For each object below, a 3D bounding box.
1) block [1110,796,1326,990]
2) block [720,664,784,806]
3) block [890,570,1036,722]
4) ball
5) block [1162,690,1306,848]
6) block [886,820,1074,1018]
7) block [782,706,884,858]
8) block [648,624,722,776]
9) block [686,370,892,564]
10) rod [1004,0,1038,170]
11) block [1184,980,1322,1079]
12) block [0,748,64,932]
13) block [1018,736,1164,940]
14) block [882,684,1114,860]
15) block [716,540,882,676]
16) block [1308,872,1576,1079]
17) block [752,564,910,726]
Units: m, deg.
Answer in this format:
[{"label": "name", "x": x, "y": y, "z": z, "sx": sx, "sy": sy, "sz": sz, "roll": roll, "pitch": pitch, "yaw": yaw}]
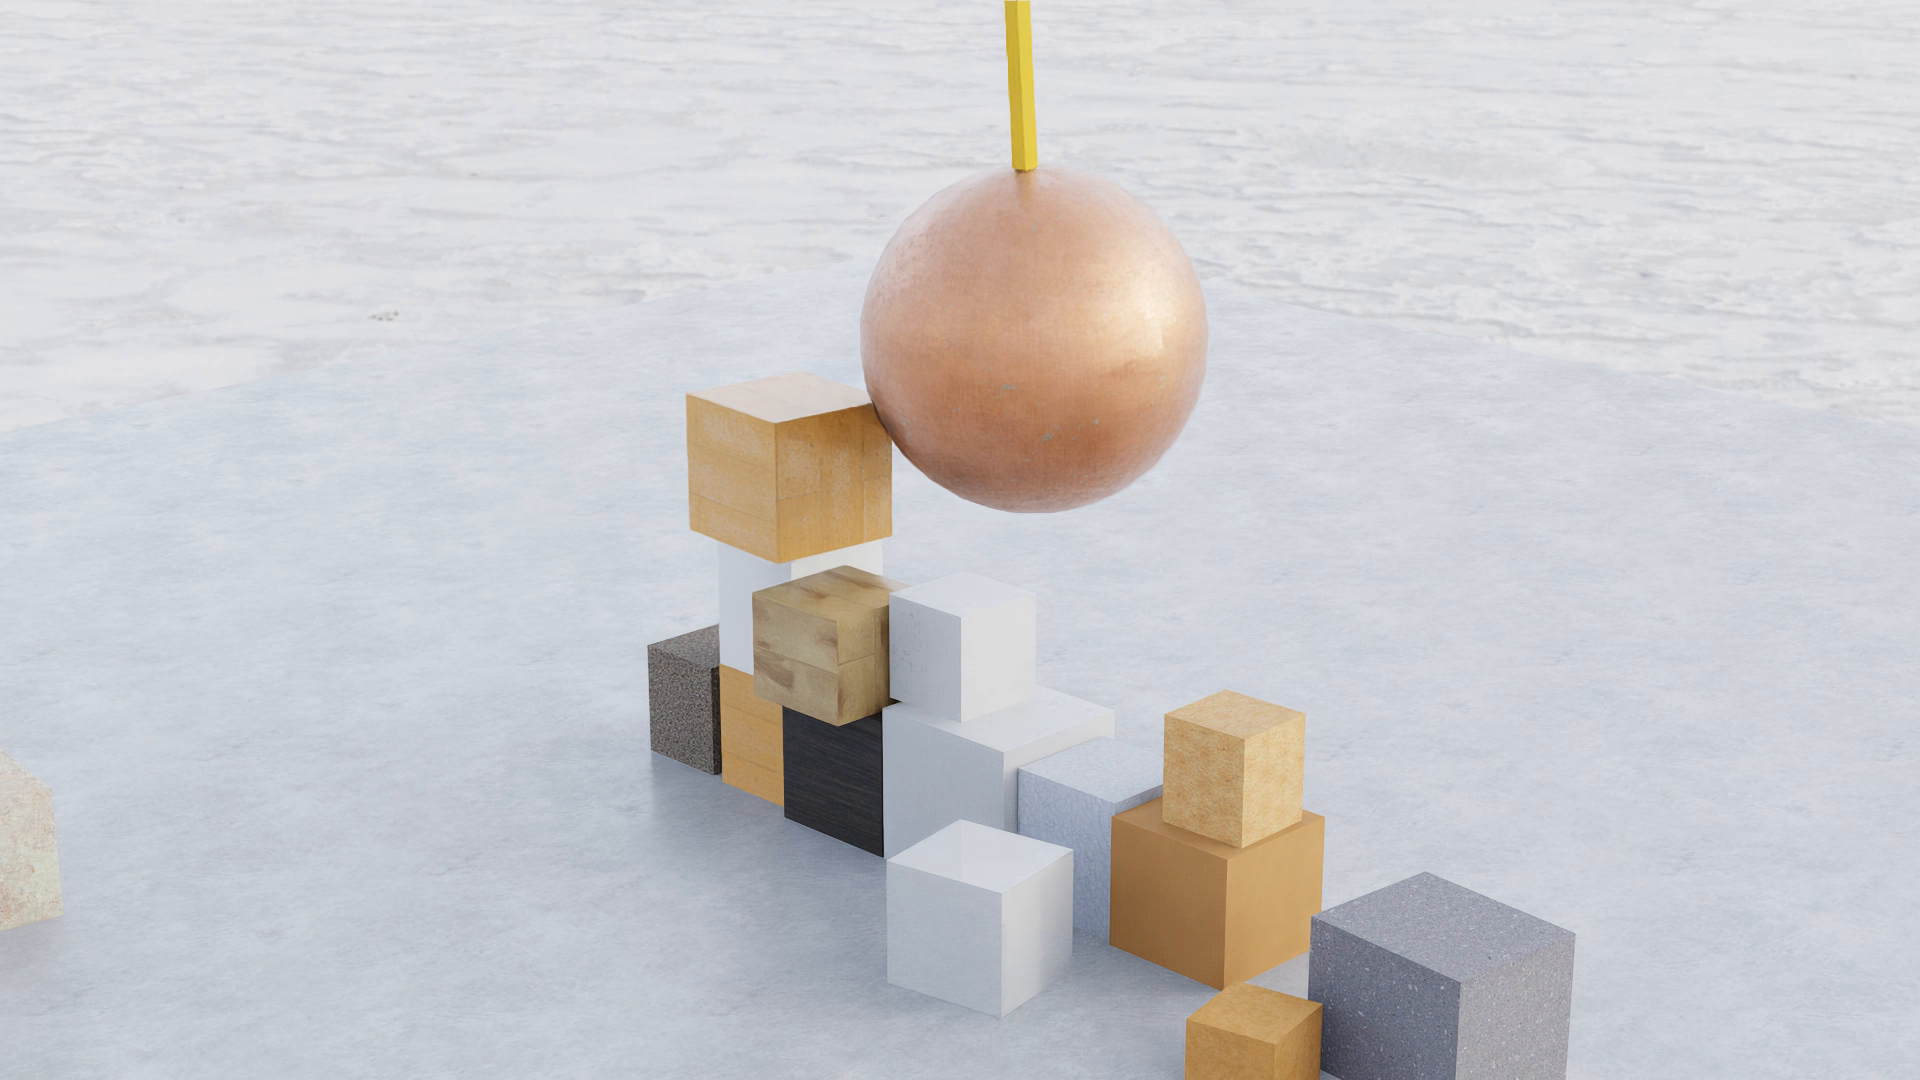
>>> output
[{"label": "block", "x": 1.107, "y": 1.473, "z": 12.654, "sx": 0.646, "sy": 0.602, "sz": 0.648, "roll": -17, "pitch": 24, "yaw": -42}, {"label": "block", "x": -0.795, "y": 0.902, "z": 14.435, "sx": 0.538, "sy": 0.624, "sz": 0.544, "roll": -17, "pitch": 24, "yaw": -42}, {"label": "block", "x": 0.012, "y": 0.485, "z": 13.472, "sx": 0.482, "sy": 0.504, "sz": 0.468, "roll": -17, "pitch": 24, "yaw": -42}, {"label": "ball", "x": 0.337, "y": -0.919, "z": 13.406, "sx": 1.600, "sy": 1.600, "sz": 1.600, "roll": 0, "pitch": 17, "yaw": 0}, {"label": "block", "x": 1.162, "y": 0.966, "z": 12.451, "sx": 0.429, "sy": 0.487, "sz": 0.415, "roll": 16, "pitch": 23, "yaw": 41}, {"label": "block", "x": 0.086, "y": 1.586, "z": 12.366, "sx": 0.579, "sy": 0.558, "sz": 0.541, "roll": 12, "pitch": 21, "yaw": 33}, {"label": "block", "x": -0.335, "y": 1.005, "z": 14.027, "sx": 0.683, "sy": 0.672, "sz": 0.759, "roll": 17, "pitch": 24, "yaw": 42}, {"label": "block", "x": -1.226, "y": 0.799, "z": 14.857, "sx": 0.497, "sy": 0.566, "sz": 0.492, "roll": -17, "pitch": 24, "yaw": -42}, {"label": "block", "x": -0.818, "y": -0.359, "z": 14.038, "sx": 0.685, "sy": 0.680, "sz": 0.720, "roll": -14, "pitch": 22, "yaw": -37}, {"label": "rod", "x": 0.146, "y": -4.095, "z": 12.208, "sx": 0.080, "sy": 5.200, "sz": 0.080, "roll": 17, "pitch": 29, "yaw": 42}, {"label": "block", "x": 1.144, "y": 1.994, "z": 11.424, "sx": 0.383, "sy": 0.346, "sz": 0.405, "roll": 11, "pitch": 21, "yaw": 31}, {"label": "block", "x": -4.416, "y": 1.363, "z": 12.997, "sx": 0.621, "sy": 0.606, "sz": 0.598, "roll": -13, "pitch": 22, "yaw": -36}, {"label": "block", "x": 0.657, "y": 1.321, "z": 13.057, "sx": 0.555, "sy": 0.651, "sz": 0.573, "roll": -17, "pitch": 24, "yaw": -42}, {"label": "block", "x": 0.176, "y": 1.130, "z": 13.505, "sx": 0.728, "sy": 0.746, "sz": 0.772, "roll": -17, "pitch": 24, "yaw": -42}, {"label": "block", "x": -0.775, "y": 0.278, "z": 14.260, "sx": 0.538, "sy": 0.669, "sz": 0.590, "roll": 16, "pitch": 24, "yaw": 42}, {"label": "block", "x": 1.883, "y": 1.805, "z": 11.539, "sx": 0.671, "sy": 0.638, "sz": 0.769, "roll": -14, "pitch": 22, "yaw": -38}, {"label": "block", "x": -0.553, "y": 0.485, "z": 13.711, "sx": 0.579, "sy": 0.509, "sz": 0.593, "roll": 17, "pitch": 24, "yaw": 42}]
